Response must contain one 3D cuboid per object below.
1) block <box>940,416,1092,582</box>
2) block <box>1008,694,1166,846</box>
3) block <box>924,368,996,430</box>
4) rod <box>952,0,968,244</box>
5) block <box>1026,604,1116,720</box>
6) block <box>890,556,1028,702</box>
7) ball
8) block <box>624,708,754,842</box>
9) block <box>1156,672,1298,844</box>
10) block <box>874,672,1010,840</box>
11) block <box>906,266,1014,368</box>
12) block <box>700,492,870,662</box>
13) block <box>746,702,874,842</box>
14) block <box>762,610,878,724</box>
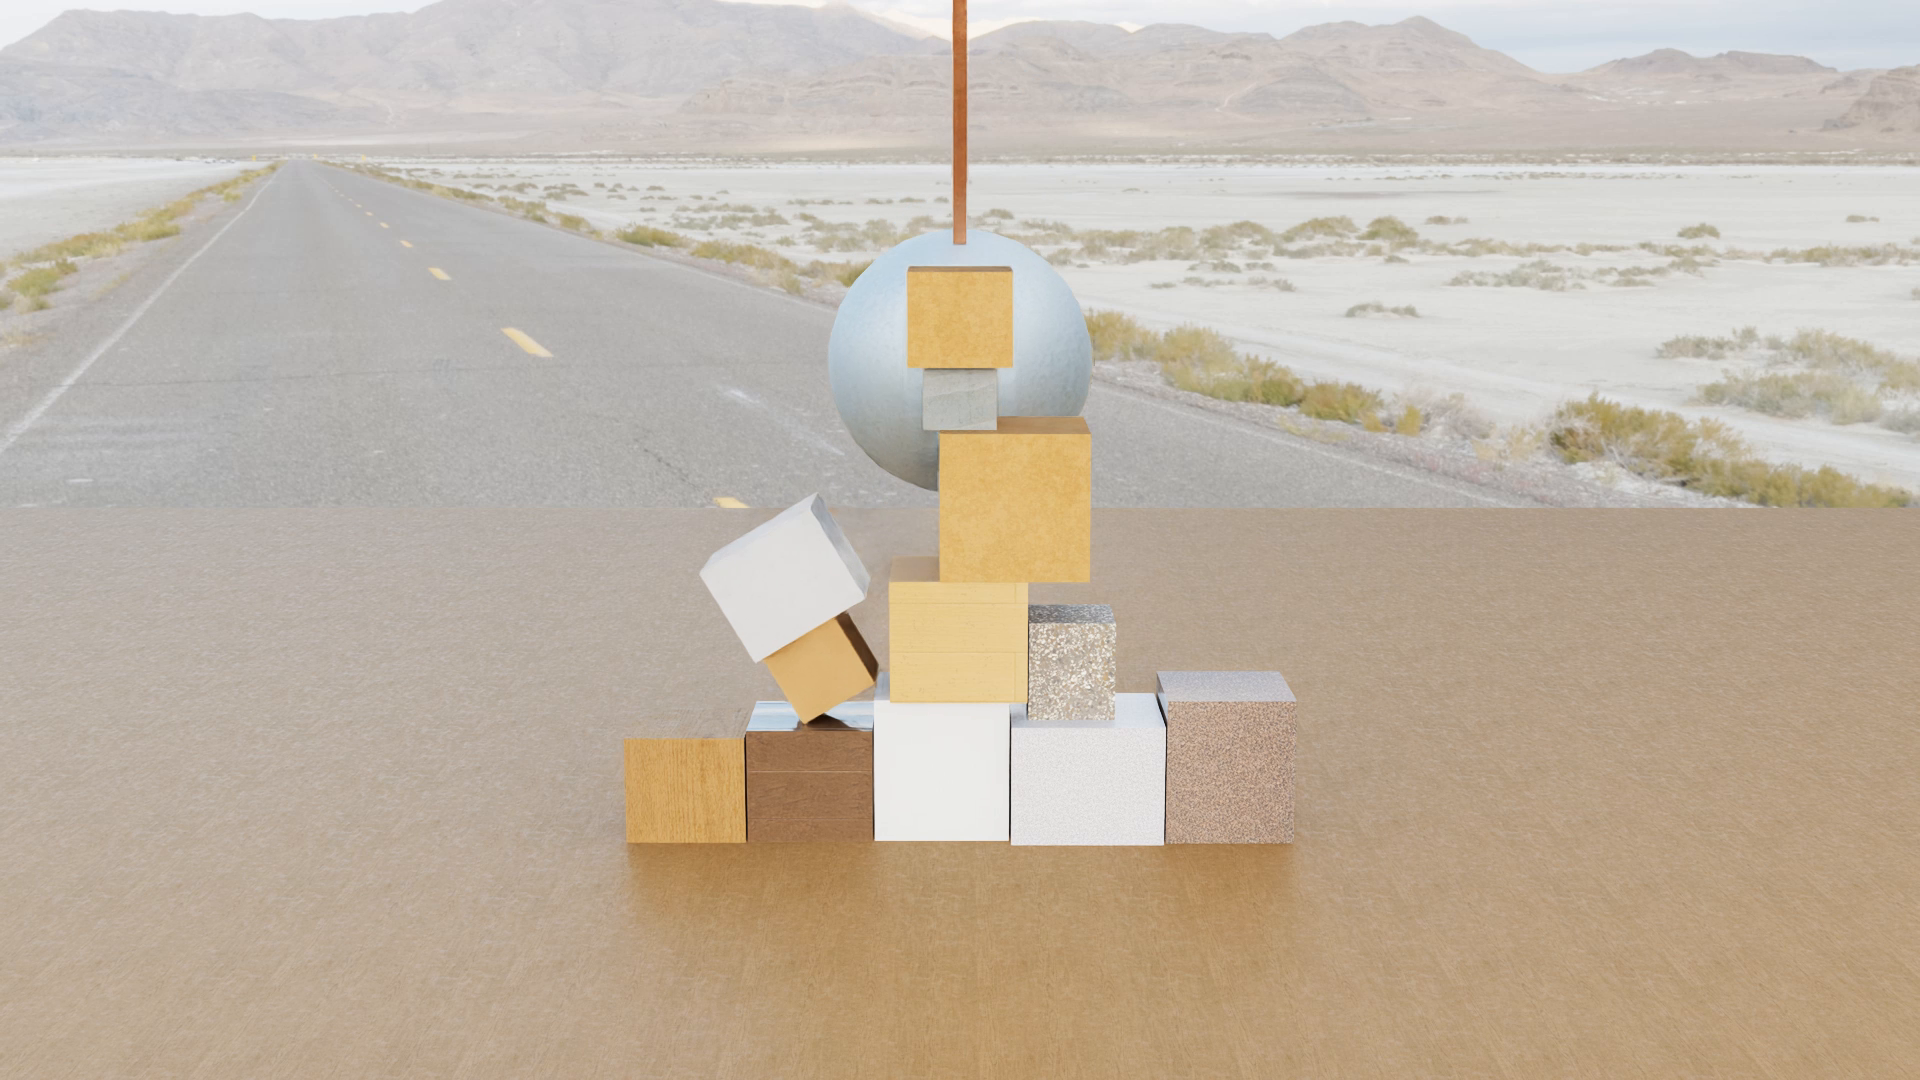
[{"bbox_3d":[0.270,-0.215,11.143,0.742,0.738,0.693,0,10,0],"label":"block"},{"bbox_3d":[0.643,1.177,11.386,0.771,0.611,0.699,0,10,0],"label":"block"},{"bbox_3d":[0.000,-0.733,11.047,0.364,0.315,0.358,0,10,0],"label":"block"},{"bbox_3d":[0.000,-3.936,11.476,0.080,5.200,0.080,0,33,0],"label":"rod"},{"bbox_3d":[0.565,0.625,11.314,0.437,0.501,0.459,0,10,0],"label":"block"},{"bbox_3d":[-0.007,0.449,11.276,0.687,0.617,0.694,0,10,0],"label":"block"},{"bbox_3d":[0.000,-1.077,13.317,1.600,1.600,1.600,0,10,0],"label":"ball"},{"bbox_3d":[-1.386,1.211,11.385,0.603,0.544,0.607,0,10,0],"label":"block"},{"bbox_3d":[1.363,1.114,11.373,0.648,0.740,0.640,0,10,0],"label":"block"},{"bbox_3d":[-0.092,1.112,11.401,0.680,0.733,0.609,0,10,0],"label":"block"},{"bbox_3d":[0.000,-1.118,10.979,0.517,0.467,0.512,0,10,0],"label":"block"},{"bbox_3d":[-0.882,0.182,11.230,0.646,0.531,0.557,-30,8,5],"label":"block"},{"bbox_3d":[-0.758,1.191,11.387,0.633,0.582,0.595,0,10,0],"label":"block"},{"bbox_3d":[-0.712,0.621,11.315,0.424,0.408,0.418,-30,9,6],"label":"block"}]
